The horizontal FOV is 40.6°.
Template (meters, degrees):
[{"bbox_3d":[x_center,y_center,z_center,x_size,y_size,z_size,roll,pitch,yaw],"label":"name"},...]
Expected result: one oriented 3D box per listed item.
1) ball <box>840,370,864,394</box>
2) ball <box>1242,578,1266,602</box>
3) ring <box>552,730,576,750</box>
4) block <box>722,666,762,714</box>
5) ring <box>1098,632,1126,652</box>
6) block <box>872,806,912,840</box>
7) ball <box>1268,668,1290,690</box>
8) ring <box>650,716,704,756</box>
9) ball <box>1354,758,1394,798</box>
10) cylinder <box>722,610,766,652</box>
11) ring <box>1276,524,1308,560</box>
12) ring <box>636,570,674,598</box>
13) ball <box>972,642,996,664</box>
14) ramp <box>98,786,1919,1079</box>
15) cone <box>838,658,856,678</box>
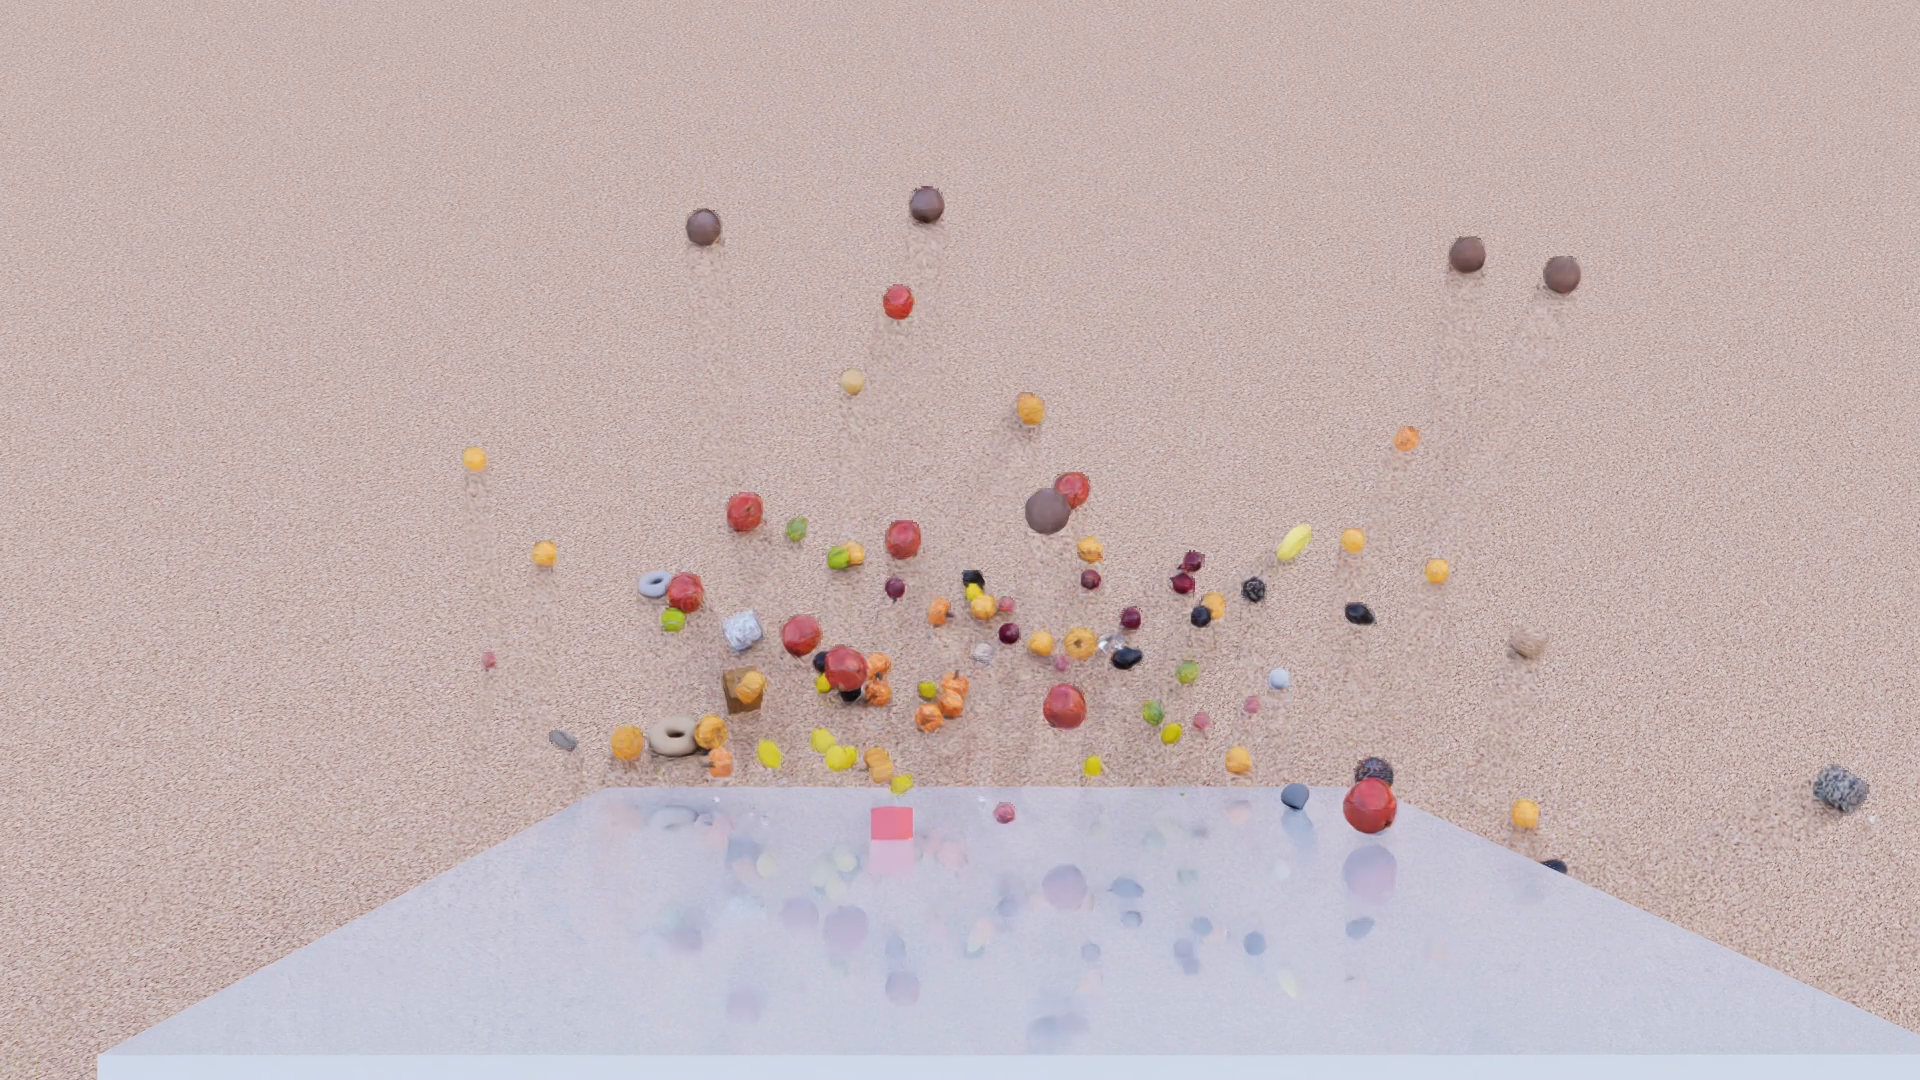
[{"bbox_3d":[-0.357,-0.524,8.609,0.081,0.081,0.081,0,34,0],"label":"ball"},{"bbox_3d":[0.863,0.146,7.614,0.070,0.070,0.070,0,34,0],"label":"ball"},{"bbox_3d":[-1.063,0.539,6.968,0.075,0.025,0.075,34,9,-6],"label":"ring"},{"bbox_3d":[-0.601,0.413,7.168,0.090,0.090,0.090,-9,61,-13],"label":"block"},{"bbox_3d":[0.433,0.293,7.433,0.080,0.027,0.080,0,33,0],"label":"ring"},{"bbox_3d":[-0.139,0.580,5.314,0.062,0.062,0.062,-1,-2,29],"label":"block"},{"bbox_3d":[0.893,0.388,7.260,0.060,0.060,0.060,0,34,0],"label":"ball"},{"bbox_3d":[-0.770,0.533,7.053,0.149,0.050,0.149,-1,33,0],"label":"ring"},{"bbox_3d":[1.024,0.588,6.423,0.096,0.096,0.096,0,34,0],"label":"ball"},{"bbox_3d":[-0.616,0.258,7.398,0.094,0.094,0.094,-24,36,0],"label":"cylinder"},{"bbox_3d":[0.994,0.008,7.756,0.042,0.127,0.127,40,47,15],"label":"ring"},{"bbox_3d":[-0.899,0.130,7.667,0.112,0.037,0.112,-3,33,2],"label":"ring"},{"bbox_3d":[0.067,0.321,7.355,0.066,0.066,0.066,0,34,0],"label":"ball"},{"bbox_3d":[0.075,0.649,4.781,2.000,0.100,4.000,0,-1,0],"label":"ramp"},{"bbox_3d":[-0.317,0.354,7.320,0.051,0.051,0.051,0,34,0],"label":"cone"}]
